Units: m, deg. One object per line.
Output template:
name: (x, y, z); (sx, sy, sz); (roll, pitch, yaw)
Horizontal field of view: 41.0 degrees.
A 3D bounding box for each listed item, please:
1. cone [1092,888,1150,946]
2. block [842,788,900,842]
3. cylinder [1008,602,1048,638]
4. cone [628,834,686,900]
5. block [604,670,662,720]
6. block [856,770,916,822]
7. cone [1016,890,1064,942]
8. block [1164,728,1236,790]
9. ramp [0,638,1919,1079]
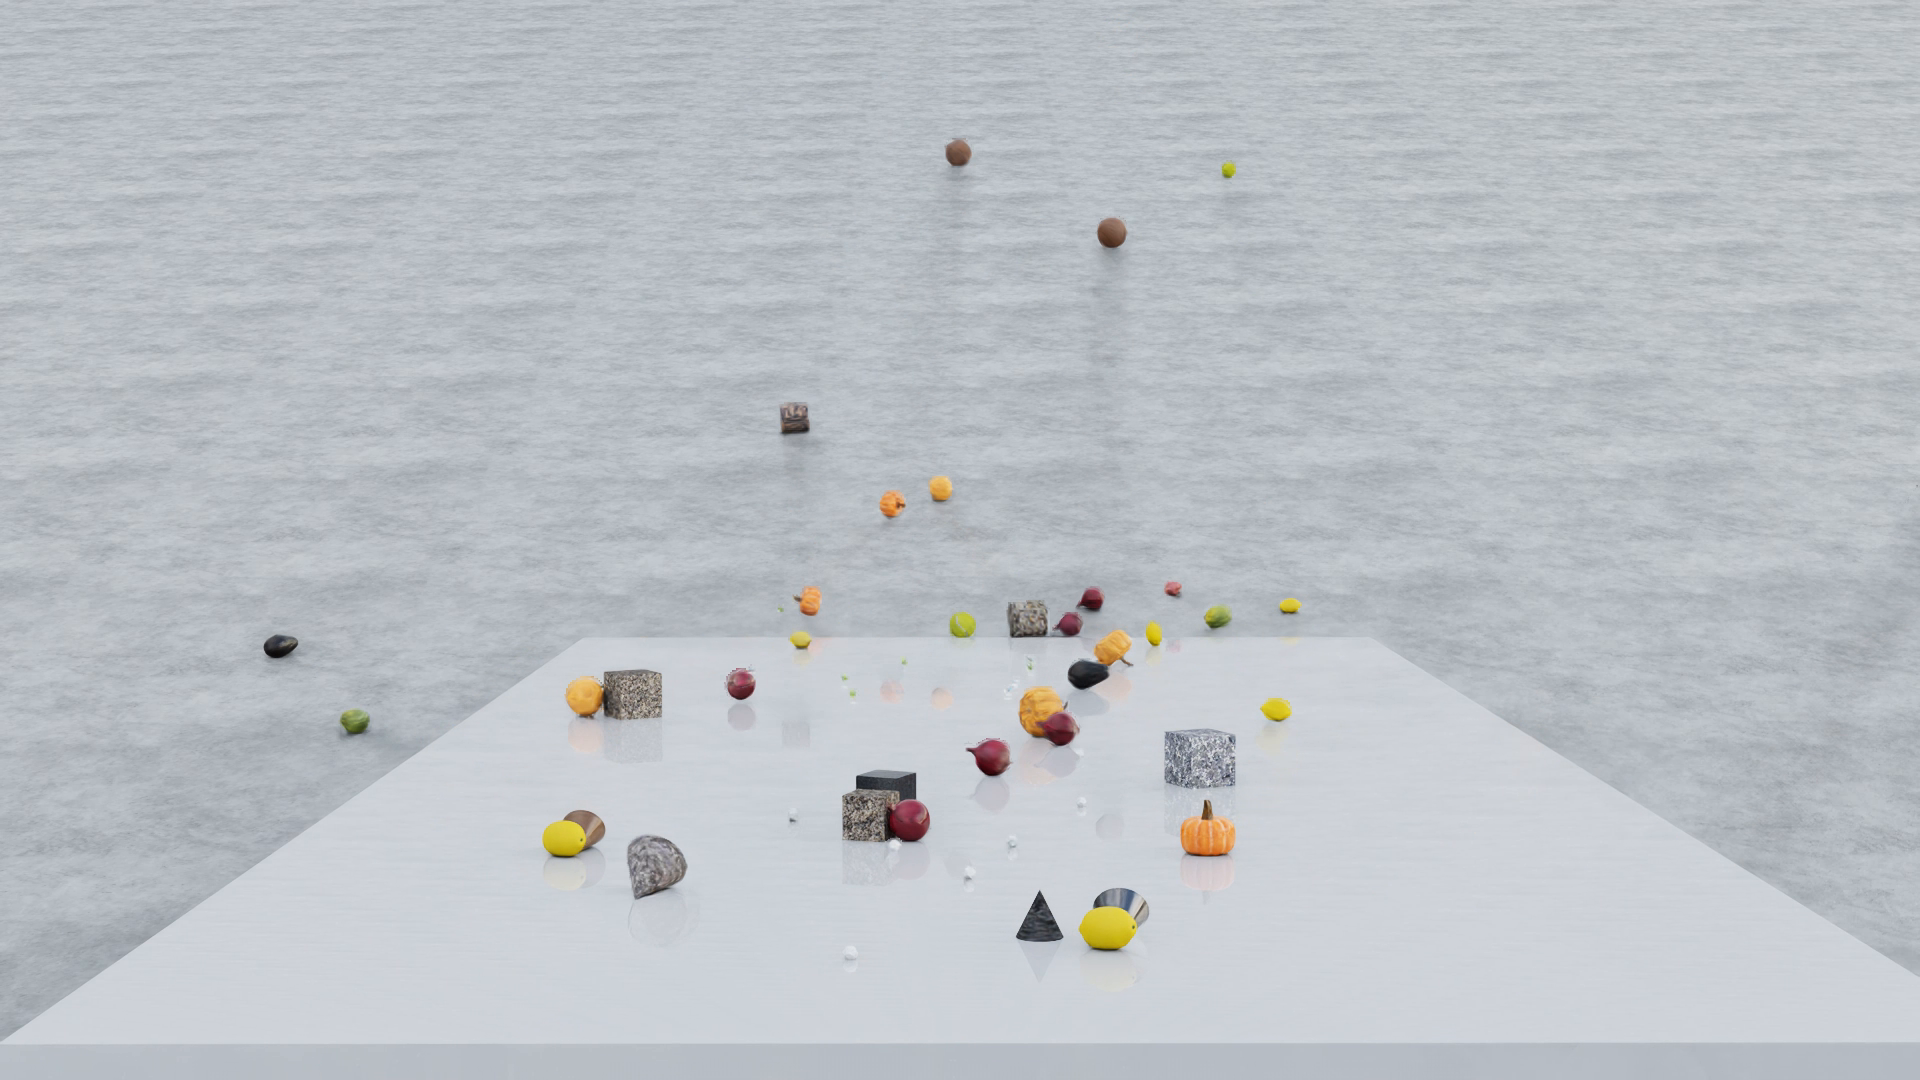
cone: (0.185, 0.453, 2.994); (0.067, 0.067, 0.067); (3, 31, 8)
block: (-0.127, 0.394, 3.673); (0.064, 0.064, 0.064); (1, 4, 18)
cylinder: (0.179, 0.210, 6.772); (0.089, 0.089, 0.089); (-3, 20, -9)
cone: (-0.400, 0.433, 3.269); (0.082, 0.082, 0.082); (5, 31, 14)
block: (-0.637, 0.300, 4.998); (0.086, 0.086, 0.086); (-2, 4, -30)
block: (-0.110, 0.382, 3.832); (0.067, 0.067, 0.067); (2, 4, 26)
cone: (0.094, 0.438, 3.017); (0.057, 0.057, 0.057); (0, 4, 0)
block: (0.388, 0.354, 4.156); (0.083, 0.083, 0.083); (-2, 4, -27)
ramp: (0.047, 0.422, 4.534); (2.000, 0.100, 4.000); (0, 4, 0)
